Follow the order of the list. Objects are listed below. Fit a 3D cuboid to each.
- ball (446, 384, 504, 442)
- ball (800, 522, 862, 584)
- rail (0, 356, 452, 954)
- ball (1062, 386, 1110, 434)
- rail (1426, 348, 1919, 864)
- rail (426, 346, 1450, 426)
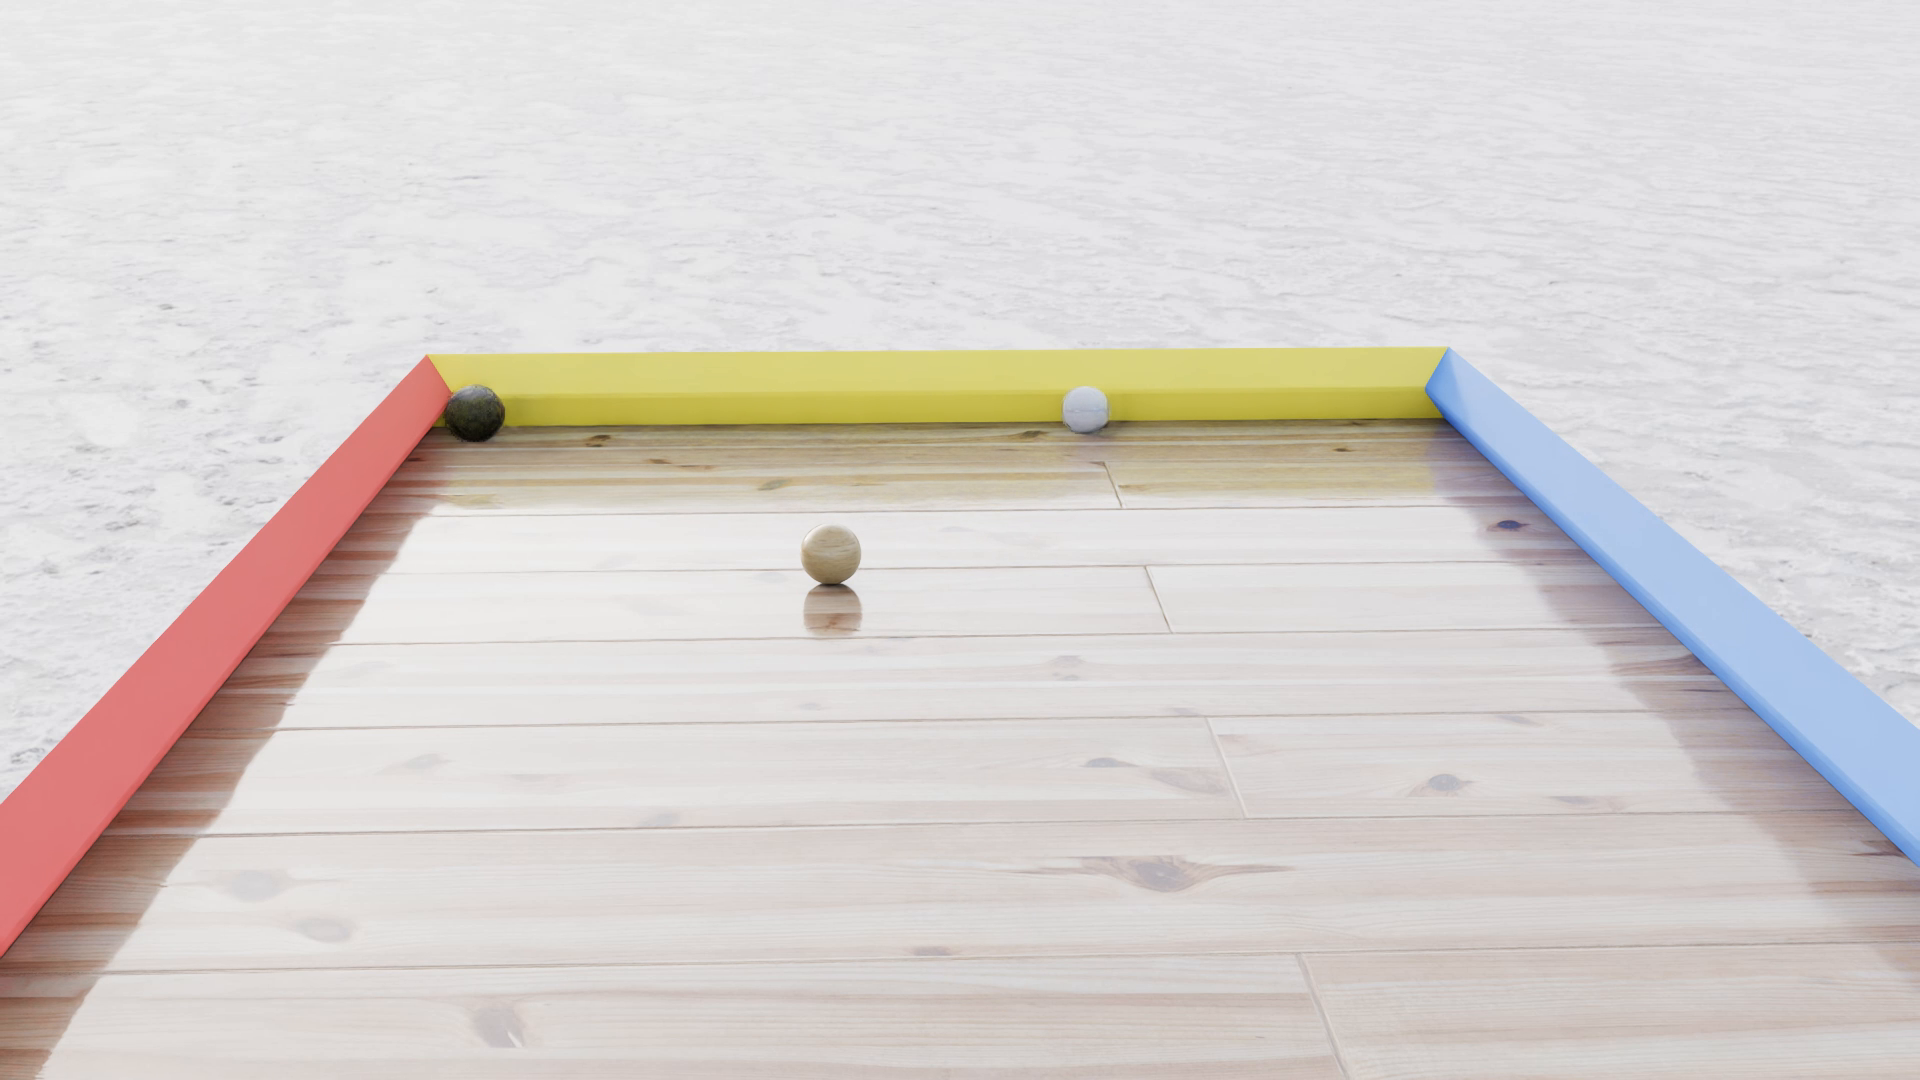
[{"bbox_3d":[-0.712,-0.186,3.229,0.085,0.085,0.085,0,17,0],"label":"ball"},{"bbox_3d":[-0.152,0.016,2.578,0.073,0.073,0.073,0,17,0],"label":"ball"},{"bbox_3d":[-0.724,0.204,1.883,0.045,0.110,2.995,-1,17,-2],"label":"rail"},{"bbox_3d":[0.189,-0.195,3.282,0.071,0.071,0.071,0,17,0],"label":"ball"},{"bbox_3d":[0.779,0.188,1.936,0.045,0.110,2.995,-1,17,-2],"label":"rail"},{"bbox_3d":[-0.027,-0.227,3.320,1.551,0.110,0.045,-1,17,-2],"label":"rail"}]
